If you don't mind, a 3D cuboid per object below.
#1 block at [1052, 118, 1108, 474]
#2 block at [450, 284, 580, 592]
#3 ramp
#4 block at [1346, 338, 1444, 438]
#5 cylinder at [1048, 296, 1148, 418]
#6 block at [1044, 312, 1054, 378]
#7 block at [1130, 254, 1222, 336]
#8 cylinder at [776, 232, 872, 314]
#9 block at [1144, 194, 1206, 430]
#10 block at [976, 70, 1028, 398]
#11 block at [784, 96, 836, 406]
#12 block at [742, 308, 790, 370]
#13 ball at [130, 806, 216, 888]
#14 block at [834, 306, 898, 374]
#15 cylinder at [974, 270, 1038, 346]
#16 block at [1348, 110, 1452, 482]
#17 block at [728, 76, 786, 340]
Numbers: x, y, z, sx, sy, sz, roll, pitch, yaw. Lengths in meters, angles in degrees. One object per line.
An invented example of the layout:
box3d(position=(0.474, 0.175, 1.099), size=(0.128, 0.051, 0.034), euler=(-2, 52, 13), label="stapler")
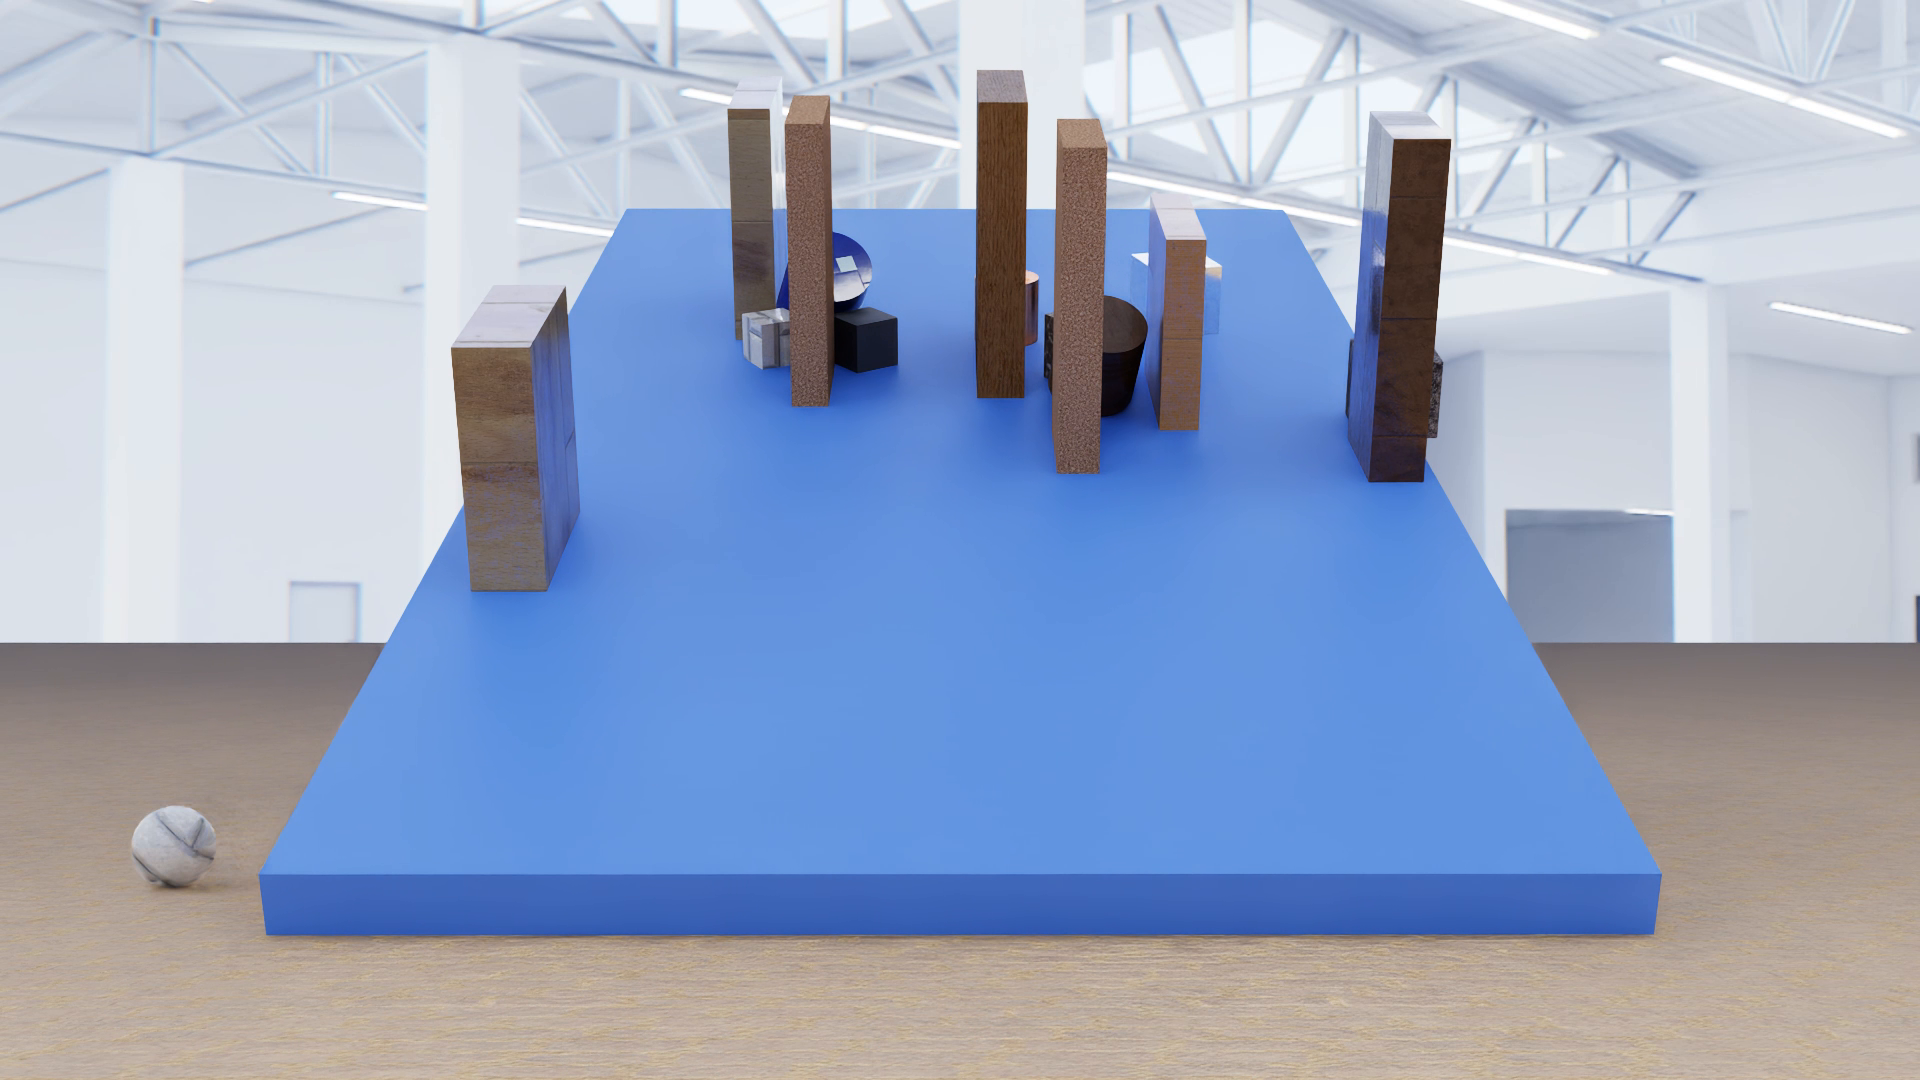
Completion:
box3d(position=(0.248, -0.512, 4.814), size=(0.088, 0.689, 0.287), euler=(0, 22, 0), label="block")
box3d(position=(-0.830, -0.199, 4.322), size=(0.140, 0.468, 0.411), euler=(0, 22, 0), label="block")
box3d(position=(-0.006, -0.220, 5.144), size=(2.000, 0.100, 4.000), euler=(0, 22, 0), label="ramp")
box3d(position=(0.958, -0.336, 5.071), size=(0.174, 0.174, 0.174), euler=(0, 22, 0), label="block")
box3d(position=(0.308, -0.413, 5.144), size=(0.195, 0.195, 0.195), euler=(0, -43, -9), label="cylinder")
box3d(position=(0.306, -0.452, 5.383), size=(0.154, 0.154, 0.154), euler=(-16, 27, -34), label="block")
box3d(position=(0.542, -0.620, 5.780), size=(0.174, 0.174, 0.174), euler=(-6, 23, -16), label="block")
box3d(position=(-0.333, -0.611, 5.599), size=(0.204, 0.204, 0.204), euler=(1, -28, -14), label="cylinder")
box3d(position=(0.484, -0.521, 5.184), size=(0.087, 0.432, 0.424), euler=(0, 22, 0), label="block")
box3d(position=(0.094, -0.716, 5.333), size=(0.108, 0.681, 0.394), euler=(0, 22, 0), label="block")
box3d(position=(-0.341, -0.664, 5.248), size=(0.083, 0.646, 0.326), euler=(0, 22, 0), label="block")
box3d(position=(-0.450, -0.485, 5.523), size=(0.110, 0.110, 0.110), euler=(-12, 25, -27), label="block")
box3d(position=(-1.348, 0.526, 3.933), size=(0.139, 0.139, 0.139), euler=(0, -2, 0), label="ball")
box3d(position=(-0.231, -0.481, 5.503), size=(0.117, 0.117, 0.117), euler=(-15, 26, -34), label="block")
box3d(position=(0.115, -0.575, 5.686), size=(0.158, 0.158, 0.158), euler=(0, 22, 0), label="cylinder")
box3d(position=(0.906, -0.505, 4.759), size=(0.114, 0.718, 0.279), euler=(0, 22, 0), label="block")
box3d(position=(-0.507, -0.843, 5.791), size=(0.102, 0.576, 0.424), euler=(0, 22, 0), label="block")
